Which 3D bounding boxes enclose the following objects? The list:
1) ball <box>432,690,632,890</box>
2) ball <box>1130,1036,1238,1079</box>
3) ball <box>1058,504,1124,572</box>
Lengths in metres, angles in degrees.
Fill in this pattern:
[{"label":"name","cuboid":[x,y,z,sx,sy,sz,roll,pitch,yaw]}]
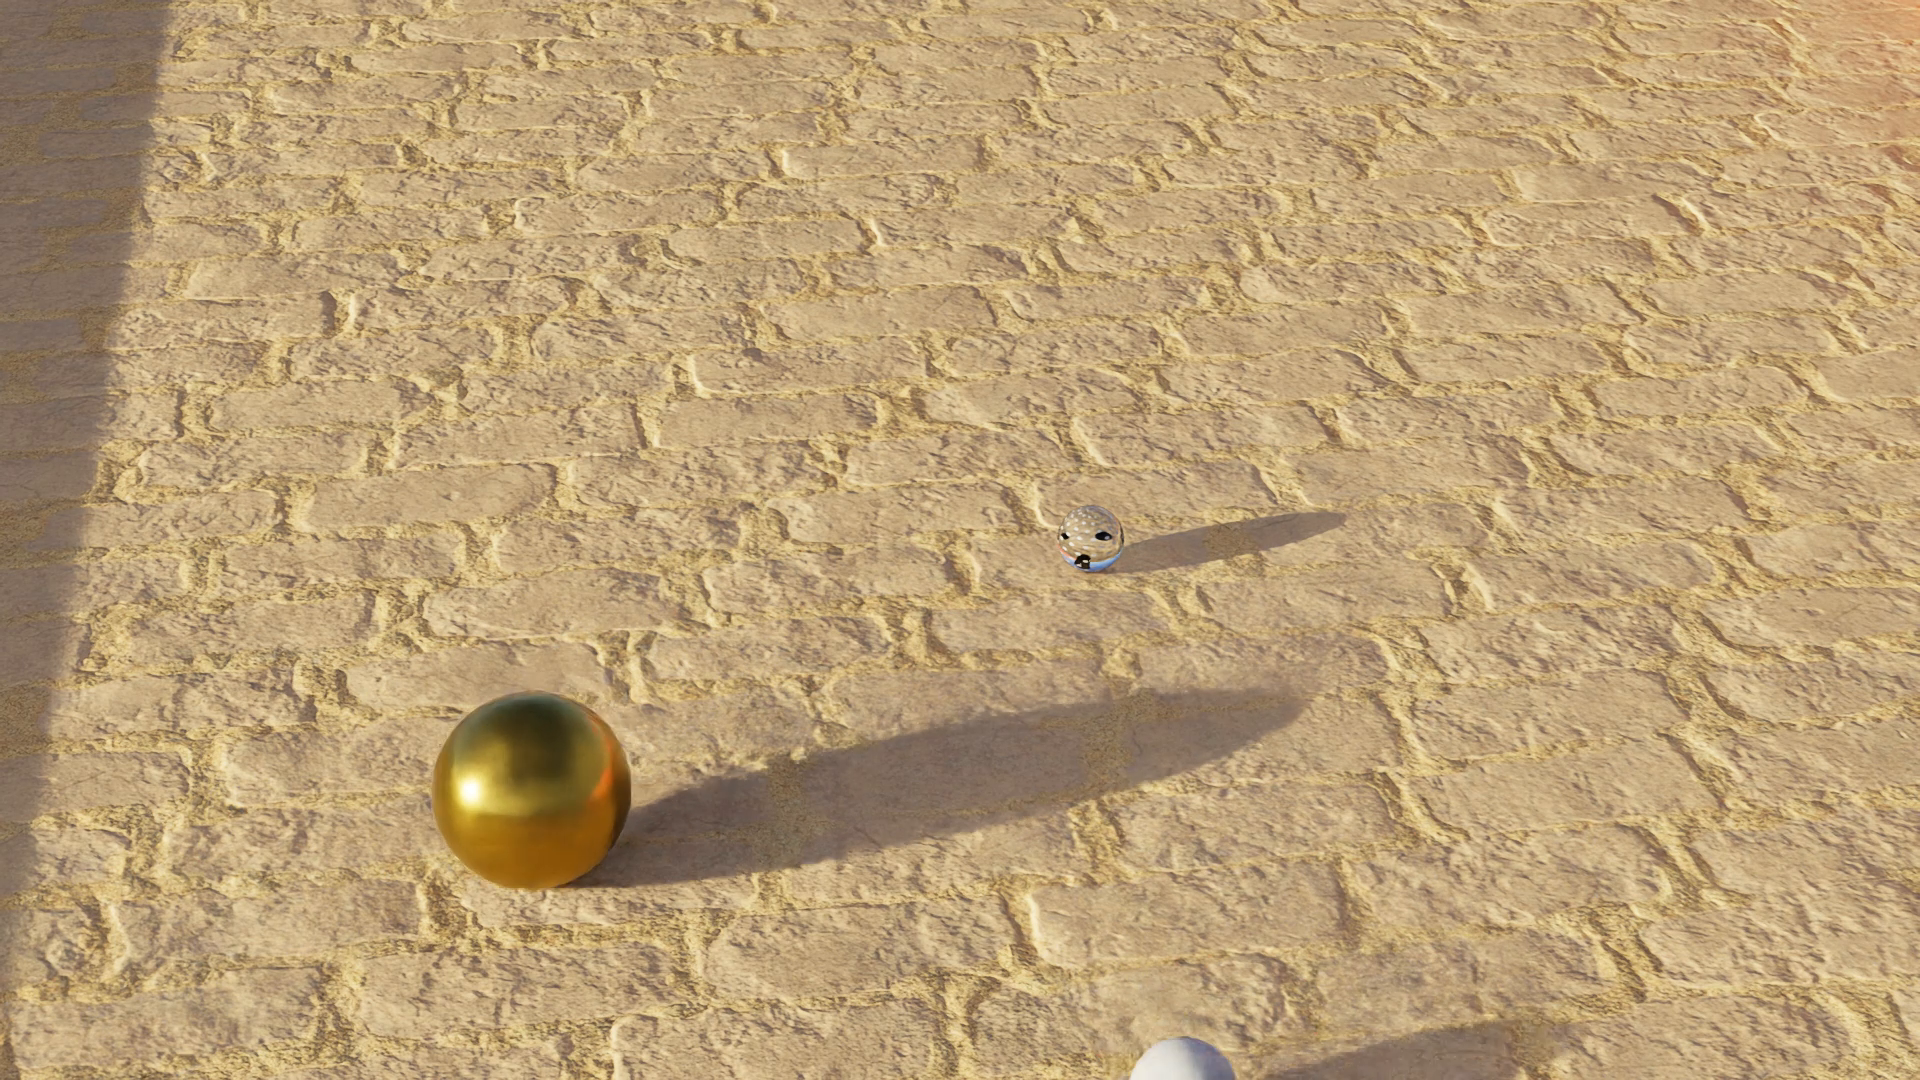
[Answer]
[{"label":"ball","cuboid":[-0.214,0.125,1.470,0.099,0.099,0.099,0,30,0]},{"label":"ball","cuboid":[0.099,0.246,1.308,0.049,0.049,0.049,0,30,0]},{"label":"ball","cuboid":[0.078,-0.001,1.751,0.040,0.040,0.040,0,30,0]}]
